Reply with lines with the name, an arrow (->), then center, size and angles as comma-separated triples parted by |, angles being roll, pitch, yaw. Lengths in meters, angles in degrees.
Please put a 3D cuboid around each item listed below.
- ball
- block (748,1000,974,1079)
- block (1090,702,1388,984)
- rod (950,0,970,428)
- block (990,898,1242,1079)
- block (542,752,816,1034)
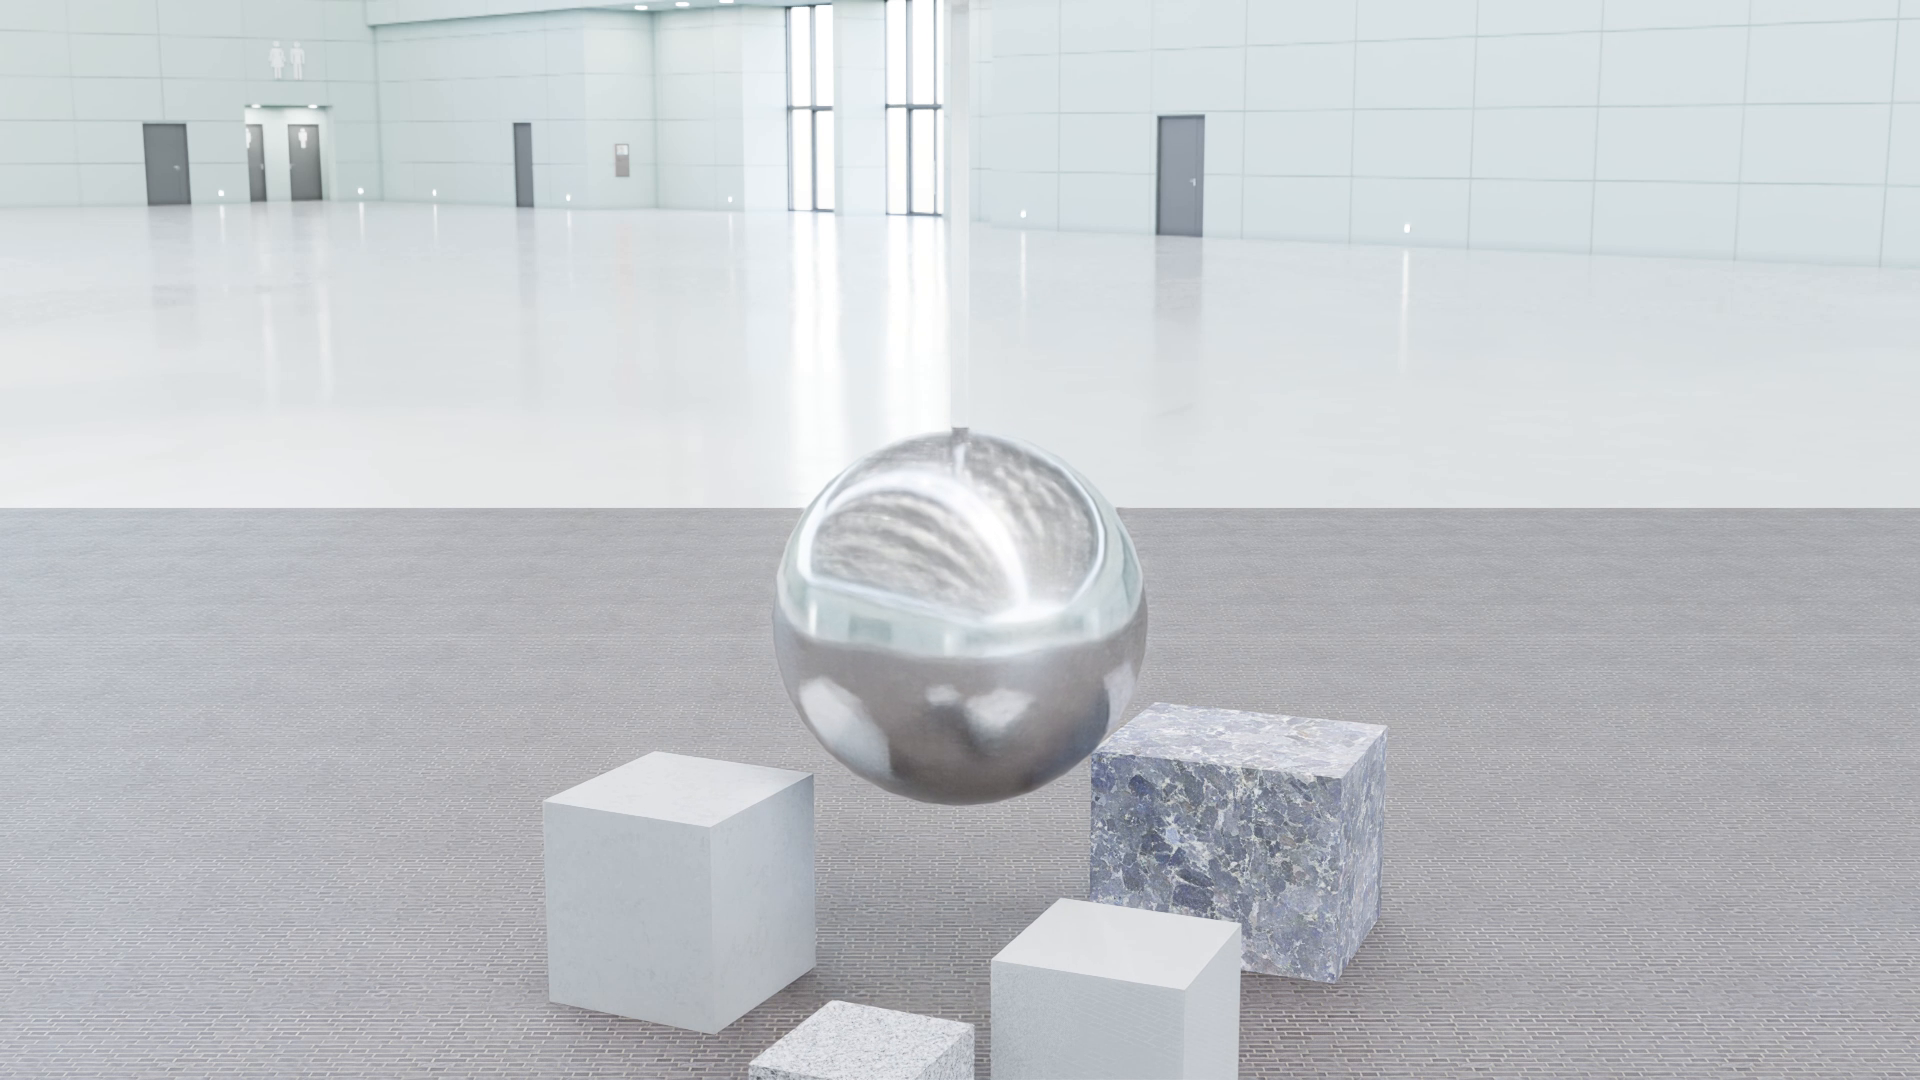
ball -> 0.000, 0.325, 9.344 | 1.600, 1.600, 1.600 | 0, 10, 0
block -> -0.325, 1.947, 7.490 | 0.553, 0.490, 0.605 | 5, 11, 24
block -> 1.251, 1.317, 9.813 | 1.098, 0.897, 0.907 | 4, 11, 22
rod -> 0.000, -3.043, 9.806 | 0.080, 5.200, 0.080 | 0, -8, 0
block -> 0.579, 1.771, 8.060 | 0.719, 0.632, 0.707 | 4, 11, 23
block -> -1.158, 1.447, 9.201 | 0.799, 0.860, 0.820 | 5, 11, 25
